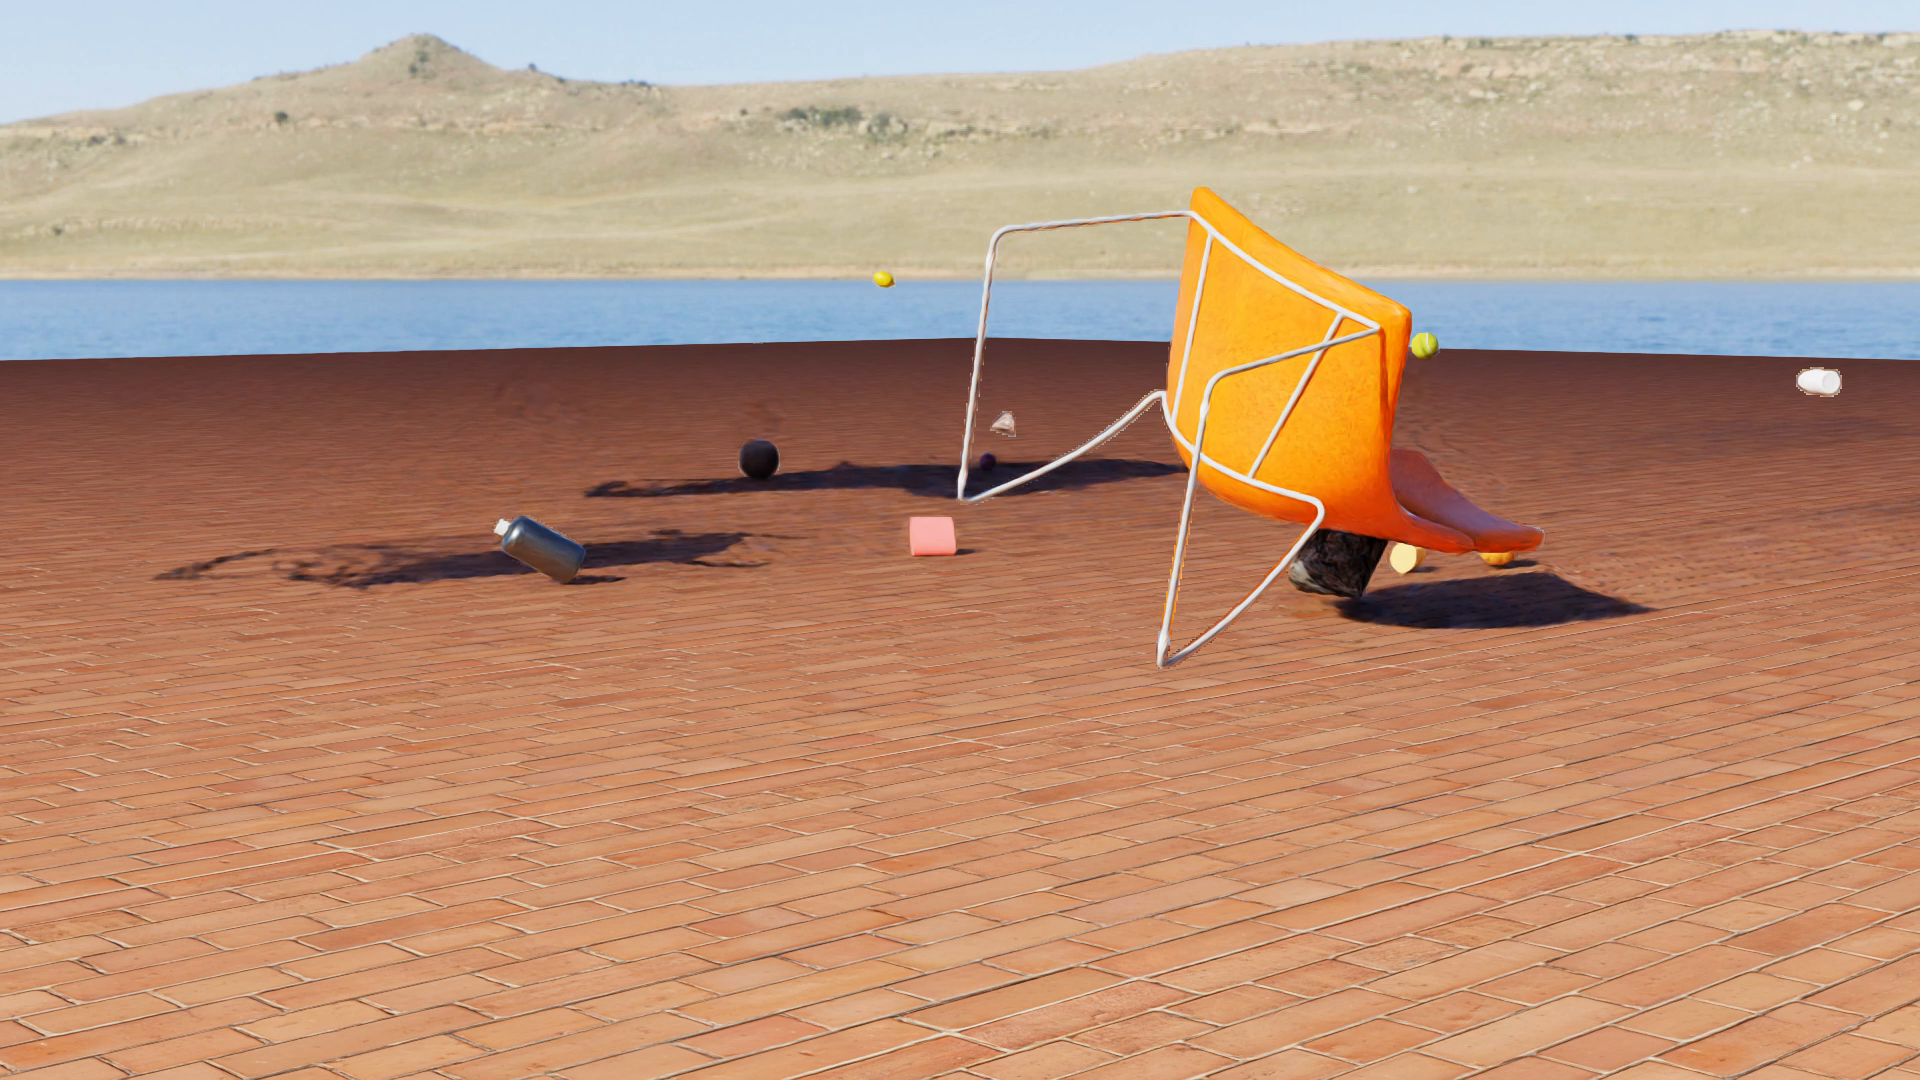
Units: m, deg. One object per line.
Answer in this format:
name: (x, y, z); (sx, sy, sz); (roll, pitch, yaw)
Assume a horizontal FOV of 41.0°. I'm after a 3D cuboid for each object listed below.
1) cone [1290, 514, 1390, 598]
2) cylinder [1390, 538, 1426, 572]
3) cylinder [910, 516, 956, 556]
cone: (0.768, 0.071, 5.056); (0.194, 0.232, 0.121); (14, 40, -32)
cylinder: (0.999, 0.033, 5.715); (0.060, 0.074, 0.050); (37, 32, 23)
cylinder: (-0.066, -0.009, 6.063); (0.097, 0.099, 0.051); (-1, -25, -13)
